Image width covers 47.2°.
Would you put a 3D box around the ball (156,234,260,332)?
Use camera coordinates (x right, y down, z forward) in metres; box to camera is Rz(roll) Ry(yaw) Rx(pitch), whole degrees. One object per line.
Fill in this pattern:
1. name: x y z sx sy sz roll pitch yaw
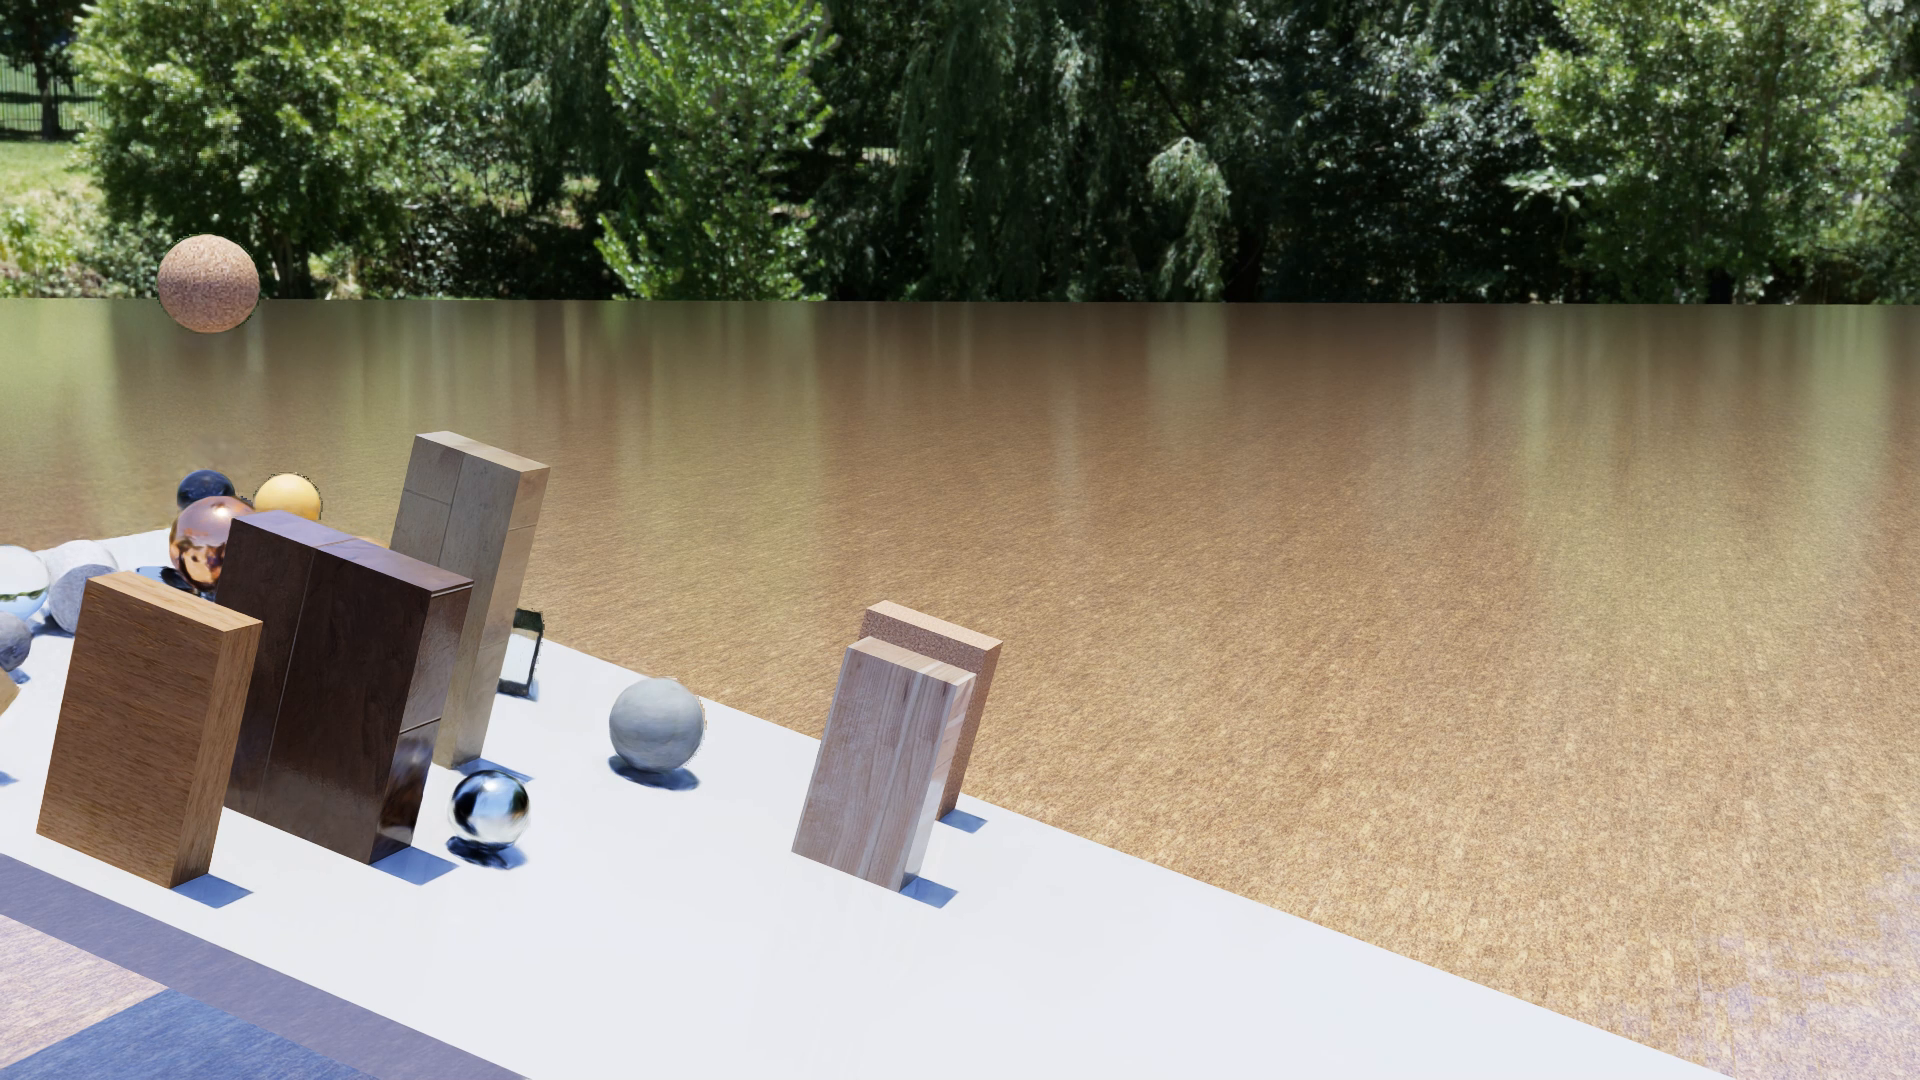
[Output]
1. ball: -1.601 -0.546 4.685 0.208 0.208 0.208 0 7 0

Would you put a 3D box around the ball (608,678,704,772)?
1. ball: -0.649 0.396 4.701 0.203 0.203 0.203 0 7 0

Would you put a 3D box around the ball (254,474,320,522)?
1. ball: -1.386 -0.070 4.534 0.131 0.131 0.131 0 7 0

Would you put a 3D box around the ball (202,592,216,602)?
1. ball: -1.588 0.127 4.815 0.164 0.164 0.164 0 7 0

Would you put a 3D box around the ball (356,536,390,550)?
1. ball: -1.238 0.095 4.532 0.209 0.209 0.209 0 7 0

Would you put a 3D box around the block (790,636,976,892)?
1. block: -0.155 0.454 4.469 0.241 0.448 0.132 19 12 14

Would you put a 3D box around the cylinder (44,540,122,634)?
1. cylinder: -1.835 0.101 4.616 0.160 0.160 0.160 -4 20 -29

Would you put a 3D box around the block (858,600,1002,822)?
1. block: -0.110 0.383 4.971 0.293 0.409 0.129 19 12 14

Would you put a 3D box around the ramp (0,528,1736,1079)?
1. ramp: -0.375 0.730 4.238 4.000 0.100 2.000 19 12 14

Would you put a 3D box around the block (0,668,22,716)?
1. block: -1.724 0.267 3.717 0.149 0.149 0.149 -15 33 28

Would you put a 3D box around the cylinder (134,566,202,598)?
1. cylinder: -1.687 0.144 4.654 0.141 0.141 0.141 15 11 -3

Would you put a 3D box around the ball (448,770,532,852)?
1. ball: -0.865 0.498 4.043 0.152 0.152 0.152 0 7 0

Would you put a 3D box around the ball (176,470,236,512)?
1. ball: -1.705 -0.096 4.975 0.129 0.129 0.129 0 7 0

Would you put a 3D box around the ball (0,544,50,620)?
1. ball: -1.948 0.090 4.493 0.162 0.162 0.162 0 7 0

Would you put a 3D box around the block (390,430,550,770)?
1. block: -1.030 0.120 4.427 0.241 0.628 0.122 19 12 14

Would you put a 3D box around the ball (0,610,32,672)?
1. ball: -1.852 0.196 4.229 0.123 0.123 0.123 0 7 0

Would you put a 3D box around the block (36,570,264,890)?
1. block: -1.324 0.307 3.588 0.265 0.446 0.103 19 12 14

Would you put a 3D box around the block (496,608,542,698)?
1. block: -1.045 0.247 5.000 0.156 0.156 0.156 13 12 -15

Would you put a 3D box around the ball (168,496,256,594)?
1. ball: -1.548 0.010 4.606 0.208 0.208 0.208 0 7 0

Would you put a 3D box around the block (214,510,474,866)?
1. block: -1.135 0.257 3.918 0.408 0.512 0.142 19 12 14
